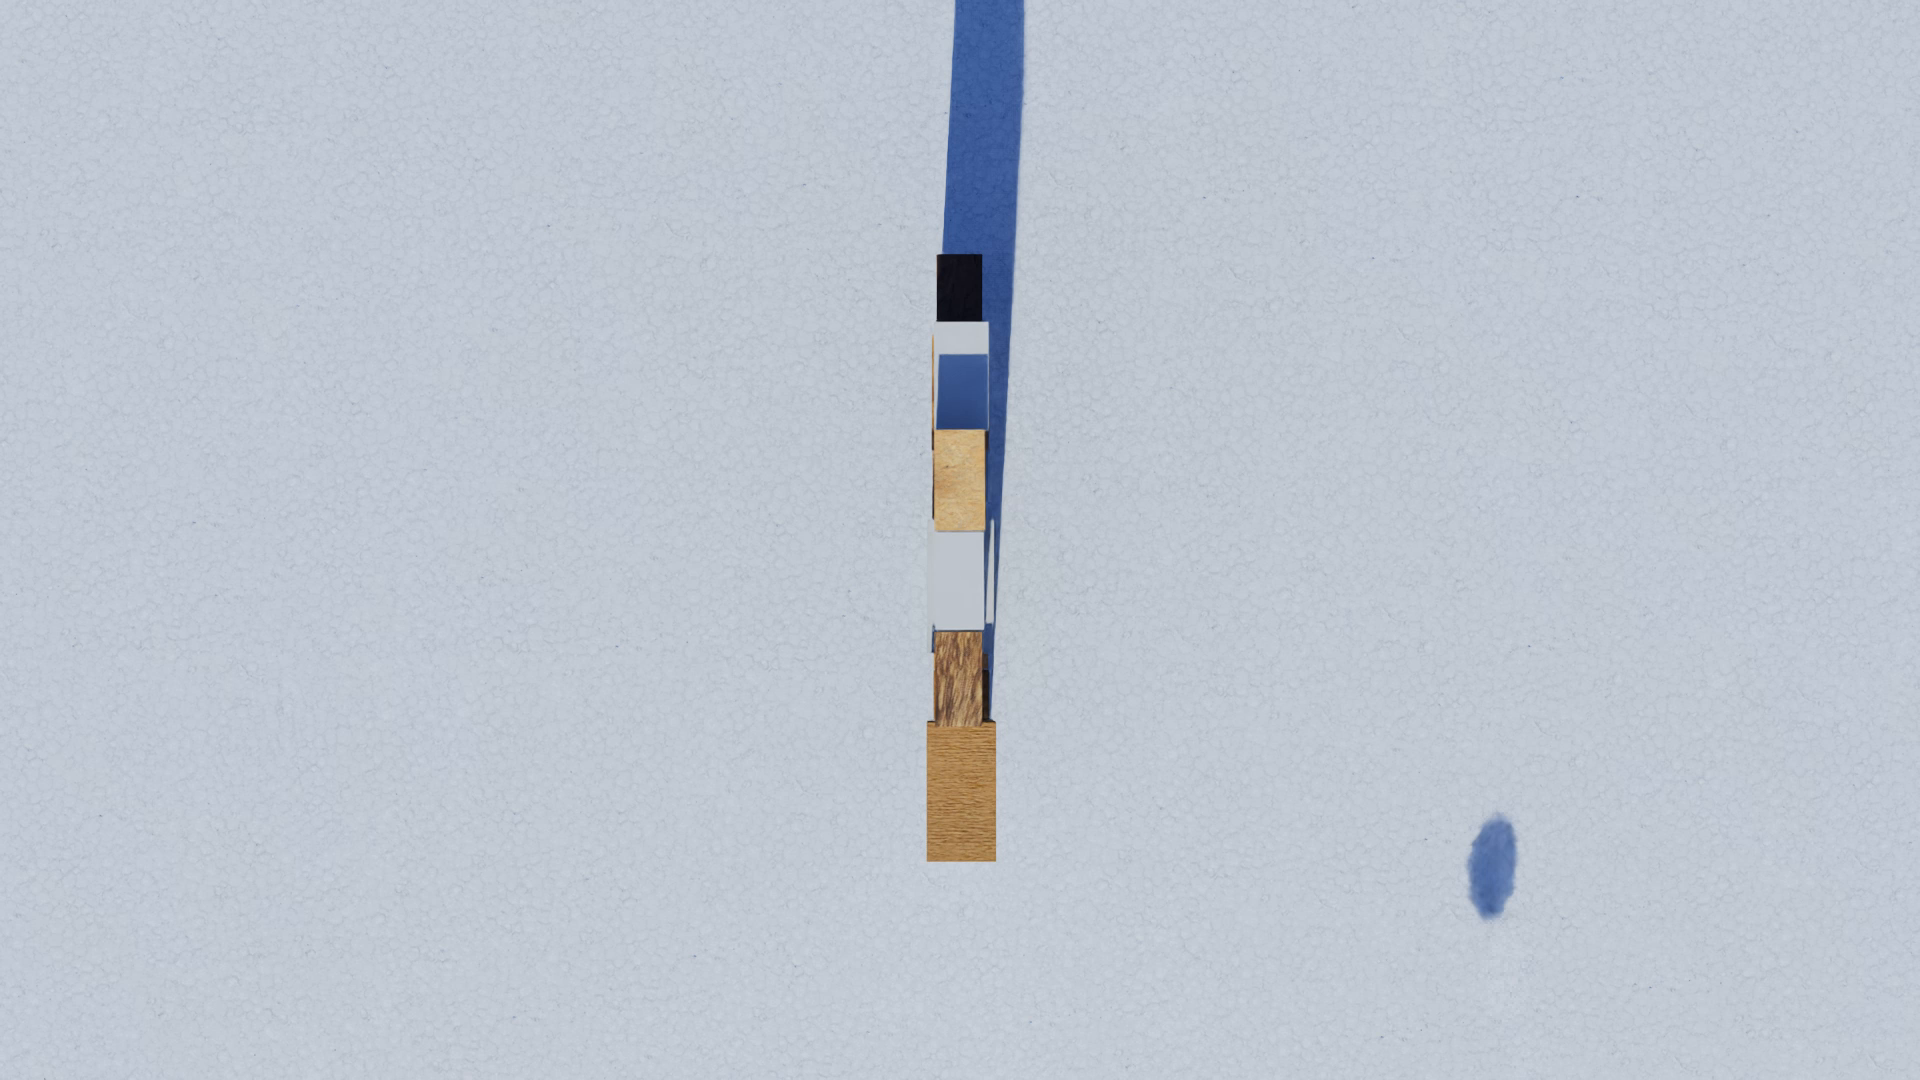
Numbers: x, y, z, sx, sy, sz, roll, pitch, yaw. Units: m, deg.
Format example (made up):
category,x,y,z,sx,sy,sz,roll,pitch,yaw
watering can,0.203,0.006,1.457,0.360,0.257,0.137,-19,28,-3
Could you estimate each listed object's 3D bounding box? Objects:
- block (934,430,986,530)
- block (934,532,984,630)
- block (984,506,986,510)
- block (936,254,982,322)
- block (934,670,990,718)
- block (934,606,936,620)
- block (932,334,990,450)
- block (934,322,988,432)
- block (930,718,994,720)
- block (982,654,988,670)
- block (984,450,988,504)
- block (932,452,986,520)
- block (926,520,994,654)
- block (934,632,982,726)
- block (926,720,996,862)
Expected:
category,x,y,z,sx,sy,sz,roll,pitch,yaw
block,-0.001,-0.148,4.101,0.125,0.035,0.249,0,90,0
block,-0.001,0.101,4.107,0.122,0.034,0.243,-1,90,0
block,0.001,-0.066,4.243,0.125,0.249,0.035,0,90,0
block,-0.002,-0.693,4.784,0.133,0.038,0.266,0,90,0
block,0.004,0.556,4.931,0.166,0.047,0.332,0,90,0
block,-0.002,0.183,4.246,0.121,0.243,0.034,0,90,0
block,0.001,-0.403,4.529,0.157,0.044,0.314,0,90,0
block,0.004,-0.416,4.210,0.138,0.039,0.276,0,90,0
block,0.004,0.528,4.462,0.178,0.356,0.050,0,90,0
block,0.002,0.221,4.936,0.163,0.046,0.327,0,90,0
block,0.004,-0.280,5.148,0.164,0.047,0.329,0,90,0
block,-0.003,-0.101,4.793,0.155,0.044,0.310,0,90,0
block,0.001,0.123,4.393,0.177,0.050,0.354,0,90,0
block,-0.004,0.347,4.116,0.117,0.033,0.235,0,90,0
block,0.004,0.647,4.258,0.178,0.050,0.356,0,90,0
